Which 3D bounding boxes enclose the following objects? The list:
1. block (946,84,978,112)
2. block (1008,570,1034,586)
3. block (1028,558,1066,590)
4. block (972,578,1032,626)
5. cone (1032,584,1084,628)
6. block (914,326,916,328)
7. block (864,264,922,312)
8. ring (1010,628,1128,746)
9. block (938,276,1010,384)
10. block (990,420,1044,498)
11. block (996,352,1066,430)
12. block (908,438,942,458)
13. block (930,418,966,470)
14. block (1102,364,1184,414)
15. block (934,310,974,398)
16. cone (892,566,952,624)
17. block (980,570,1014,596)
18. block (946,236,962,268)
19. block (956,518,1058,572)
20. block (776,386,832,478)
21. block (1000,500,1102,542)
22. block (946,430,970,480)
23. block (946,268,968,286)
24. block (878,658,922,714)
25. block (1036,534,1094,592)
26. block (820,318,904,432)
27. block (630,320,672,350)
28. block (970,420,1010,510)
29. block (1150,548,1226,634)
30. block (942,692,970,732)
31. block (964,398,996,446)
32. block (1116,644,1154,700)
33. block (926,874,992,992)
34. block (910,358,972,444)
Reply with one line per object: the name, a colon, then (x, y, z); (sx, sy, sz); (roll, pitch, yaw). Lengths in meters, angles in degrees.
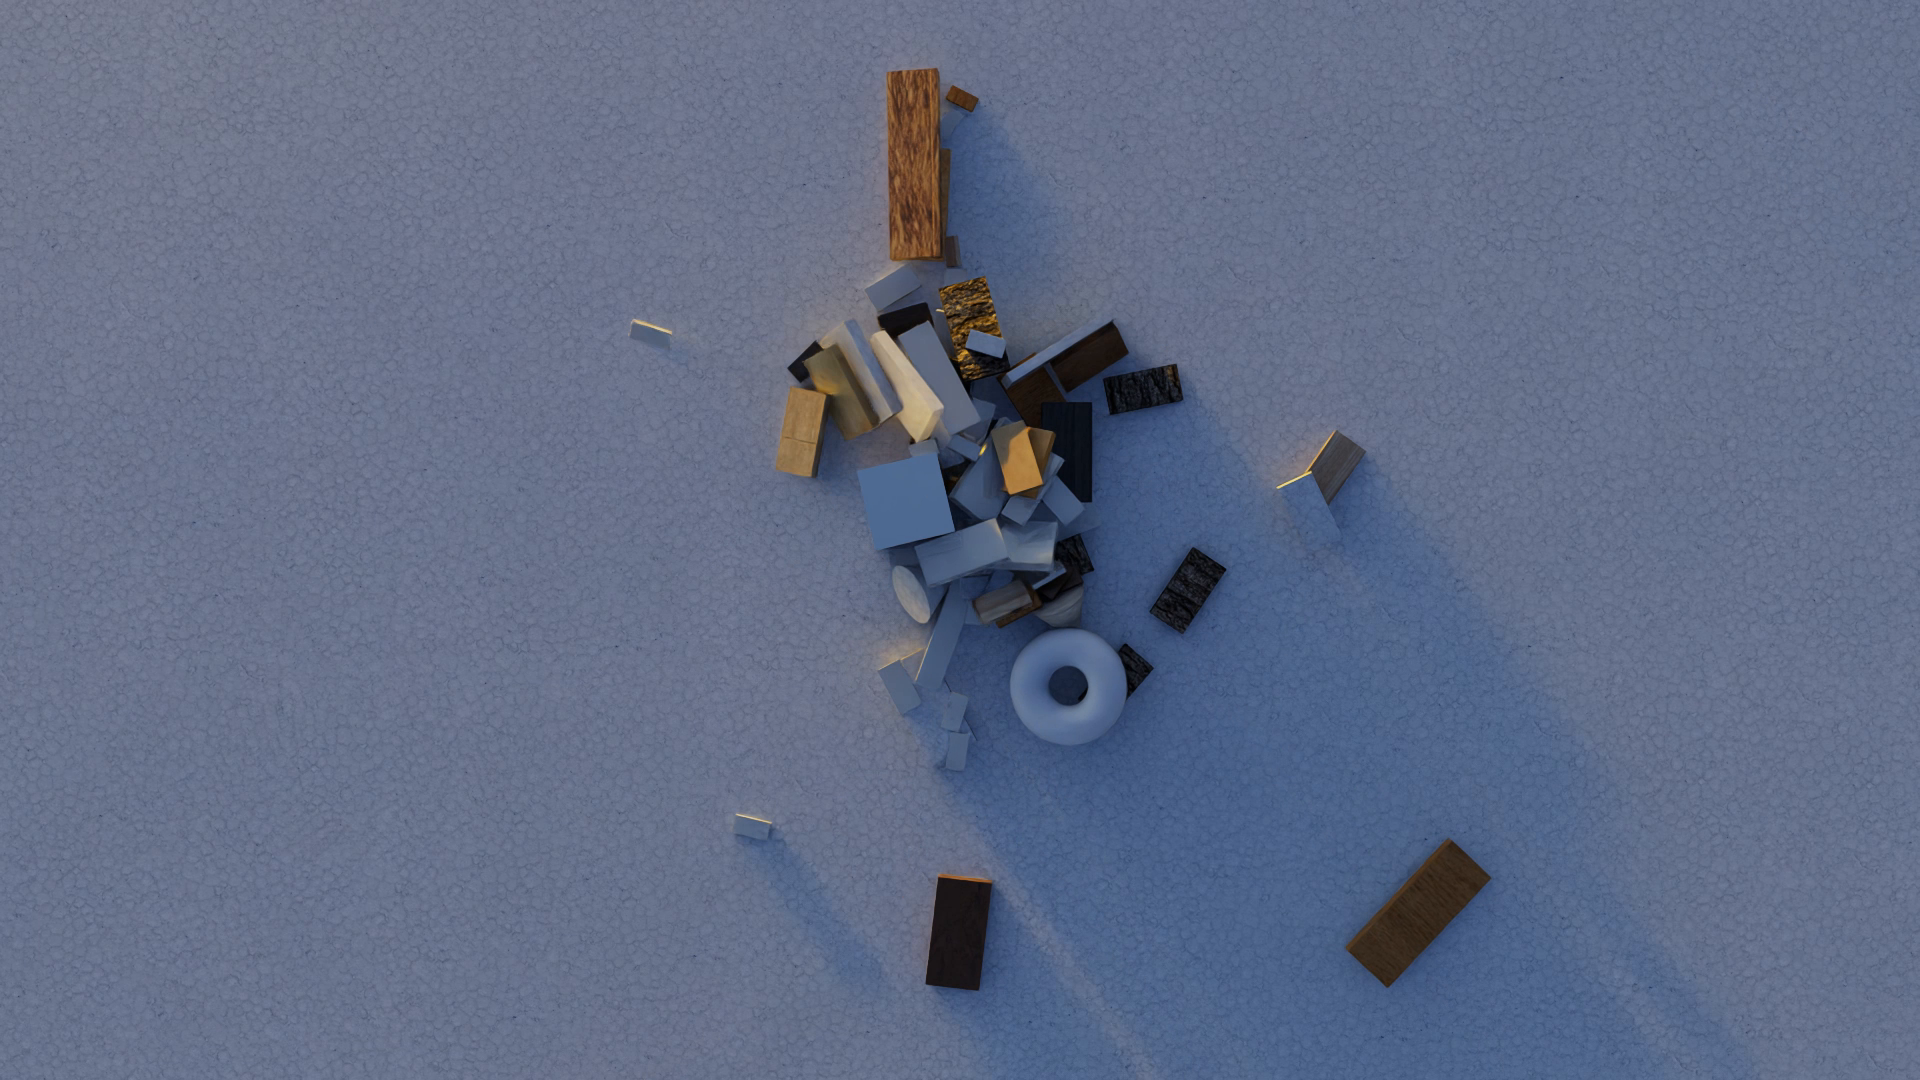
block: (0.007, -1.470, 5.493); (0.099, 0.014, 0.050); (28, 90, 0)
block: (0.149, 0.144, 5.451); (0.260, 0.037, 0.130); (-39, 86, 12)
block: (0.282, 0.113, 5.372); (0.123, 0.062, 0.017); (-30, 119, 1)
block: (0.137, 0.201, 5.361); (0.175, 0.025, 0.087); (-24, 77, -11)
cone: (0.356, 0.266, 5.456); (0.195, 0.195, 0.195); (-27, 117, 0)
block: (-0.128, -0.631, 5.363); (0.062, 0.018, 0.124); (-33, 89, -2)
block: (-0.222, -0.839, 5.488); (0.172, 0.024, 0.086); (-31, 90, 0)
ring: (0.356, 0.479, 5.410); (0.388, 0.129, 0.388); (0, 88, 12)
block: (0.048, -0.682, 5.355); (0.157, 0.044, 0.314); (-15, 88, -1)
block: (0.184, -0.264, 5.332); (0.113, 0.032, 0.226); (-18, 76, 5)
block: (0.266, -0.454, 5.479); (0.151, 0.043, 0.302); (-33, 90, 0)
block: (-0.116, -0.299, 5.417); (0.105, 0.015, 0.053); (-13, 101, 31)
block: (-0.050, -0.323, 5.394); (0.084, 0.024, 0.167); (-16, 97, 43)
block: (0.609, -0.501, 5.483); (0.246, 0.035, 0.123); (-11, 90, 0)
block: (-0.021, -0.592, 5.440); (0.157, 0.044, 0.314); (8, 104, 0)
cone: (-0.078, 0.135, 5.453); (0.209, 0.209, 0.209); (-28, 90, -27)
block: (0.117, 0.159, 5.396); (0.069, 0.020, 0.138); (26, 88, -21)
block: (-0.025, -0.961, 5.493); (0.050, 0.014, 0.099); (-7, 90, 0)
block: (0.148, 0.015, 5.391); (0.329, 0.047, 0.164); (3, 56, 12)
block: (-0.517, -0.355, 5.442); (0.139, 0.039, 0.278); (13, 95, 24)
block: (0.302, -0.067, 5.479); (0.301, 0.043, 0.151); (-21, 90, 0)
block: (-0.014, -0.282, 5.413); (0.084, 0.024, 0.167); (1, 109, 39)
block: (-0.012, -0.831, 5.490); (0.071, 0.020, 0.141); (-1, 90, 0)
block: (-0.198, 0.483, 5.438); (0.082, 0.023, 0.164); (-28, 90, 0)
block: (0.298, 0.087, 5.461); (0.260, 0.037, 0.130); (-22, 90, 9)
block: (-0.325, -0.541, 5.418); (0.048, 0.170, 0.339); (-28, 90, -37)
block: (-1.023, -0.679, 5.473); (0.133, 0.019, 0.067); (18, 126, 0)
block: (0.089, -0.247, 5.479); (0.151, 0.043, 0.301); (-1, 90, 0)
block: (0.757, 0.168, 5.482); (0.130, 0.037, 0.260); (34, 90, 0)
block: (-0.016, 0.567, 5.441); (0.060, 0.017, 0.121); (17, 90, 0)
block: (0.052, -0.378, 5.418); (0.084, 0.024, 0.167); (16, 103, -13)
block: (0.518, 0.477, 5.483); (0.122, 0.035, 0.244); (41, 90, 0)
block: (-0.005, 1.302, 5.475); (0.179, 0.051, 0.358); (7, 90, 0)
block: (-0.059, -0.444, 5.432); (0.157, 0.044, 0.314); (12, 104, -1)
